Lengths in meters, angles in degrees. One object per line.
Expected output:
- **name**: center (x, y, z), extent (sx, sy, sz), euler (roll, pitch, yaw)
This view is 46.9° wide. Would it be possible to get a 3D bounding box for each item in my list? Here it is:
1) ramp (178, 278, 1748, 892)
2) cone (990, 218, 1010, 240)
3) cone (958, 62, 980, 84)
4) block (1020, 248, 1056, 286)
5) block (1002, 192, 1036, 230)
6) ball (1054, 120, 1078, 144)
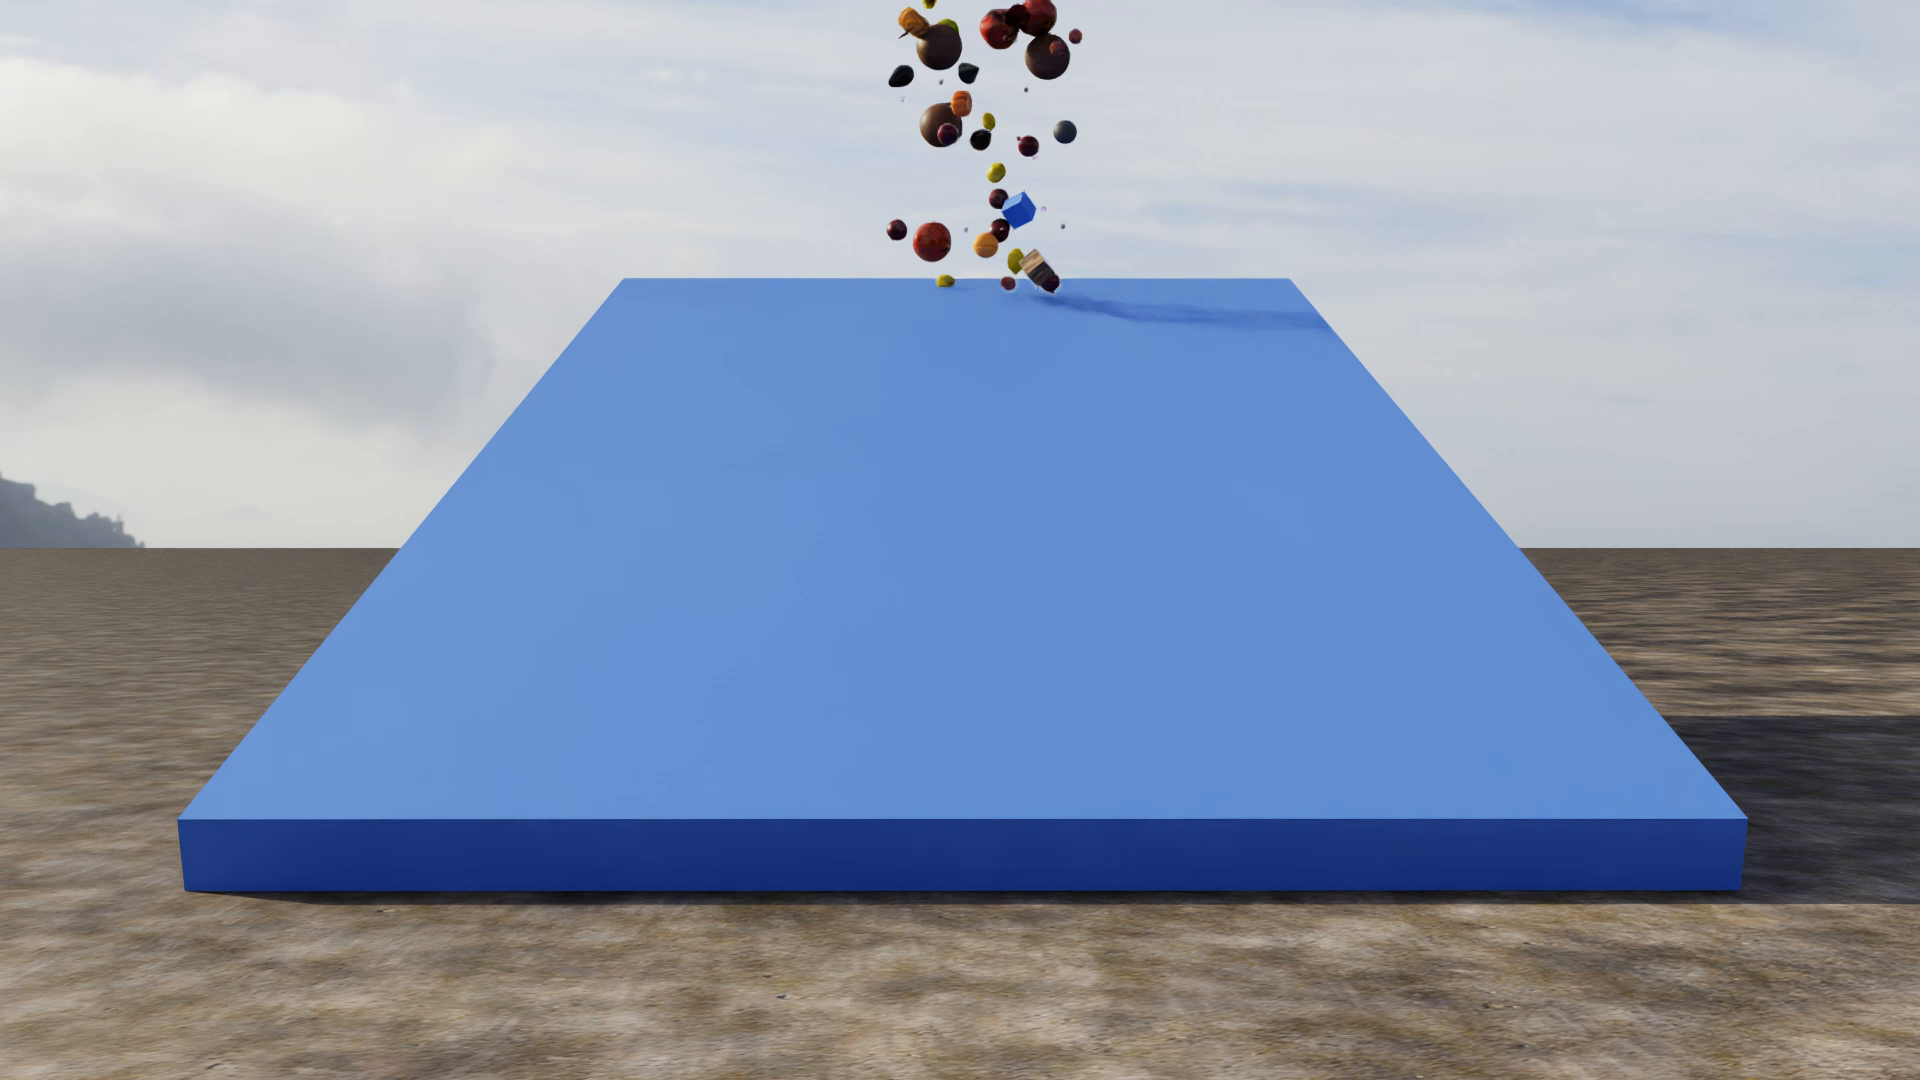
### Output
- **ramp**: center (-0.002, -0.168, 4.751), extent (2.000, 0.100, 4.000), euler (0, 17, 0)
- **cone**: center (0.101, -0.906, 6.365), extent (0.065, 0.065, 0.065), euler (0, 30, -26)
- **cone**: center (0.039, -1.349, 6.364), extent (0.065, 0.065, 0.065), euler (0, -3, -34)
- **block**: center (0.214, -0.759, 6.164), extent (0.062, 0.062, 0.062), euler (-38, -43, 11)
- **block**: center (0.167, -0.935, 6.281), extent (0.066, 0.066, 0.066), euler (-23, 30, 29)
- **ball**: center (0.300, -1.164, 6.318), extent (0.068, 0.068, 0.068), euler (0, 0, 0)
